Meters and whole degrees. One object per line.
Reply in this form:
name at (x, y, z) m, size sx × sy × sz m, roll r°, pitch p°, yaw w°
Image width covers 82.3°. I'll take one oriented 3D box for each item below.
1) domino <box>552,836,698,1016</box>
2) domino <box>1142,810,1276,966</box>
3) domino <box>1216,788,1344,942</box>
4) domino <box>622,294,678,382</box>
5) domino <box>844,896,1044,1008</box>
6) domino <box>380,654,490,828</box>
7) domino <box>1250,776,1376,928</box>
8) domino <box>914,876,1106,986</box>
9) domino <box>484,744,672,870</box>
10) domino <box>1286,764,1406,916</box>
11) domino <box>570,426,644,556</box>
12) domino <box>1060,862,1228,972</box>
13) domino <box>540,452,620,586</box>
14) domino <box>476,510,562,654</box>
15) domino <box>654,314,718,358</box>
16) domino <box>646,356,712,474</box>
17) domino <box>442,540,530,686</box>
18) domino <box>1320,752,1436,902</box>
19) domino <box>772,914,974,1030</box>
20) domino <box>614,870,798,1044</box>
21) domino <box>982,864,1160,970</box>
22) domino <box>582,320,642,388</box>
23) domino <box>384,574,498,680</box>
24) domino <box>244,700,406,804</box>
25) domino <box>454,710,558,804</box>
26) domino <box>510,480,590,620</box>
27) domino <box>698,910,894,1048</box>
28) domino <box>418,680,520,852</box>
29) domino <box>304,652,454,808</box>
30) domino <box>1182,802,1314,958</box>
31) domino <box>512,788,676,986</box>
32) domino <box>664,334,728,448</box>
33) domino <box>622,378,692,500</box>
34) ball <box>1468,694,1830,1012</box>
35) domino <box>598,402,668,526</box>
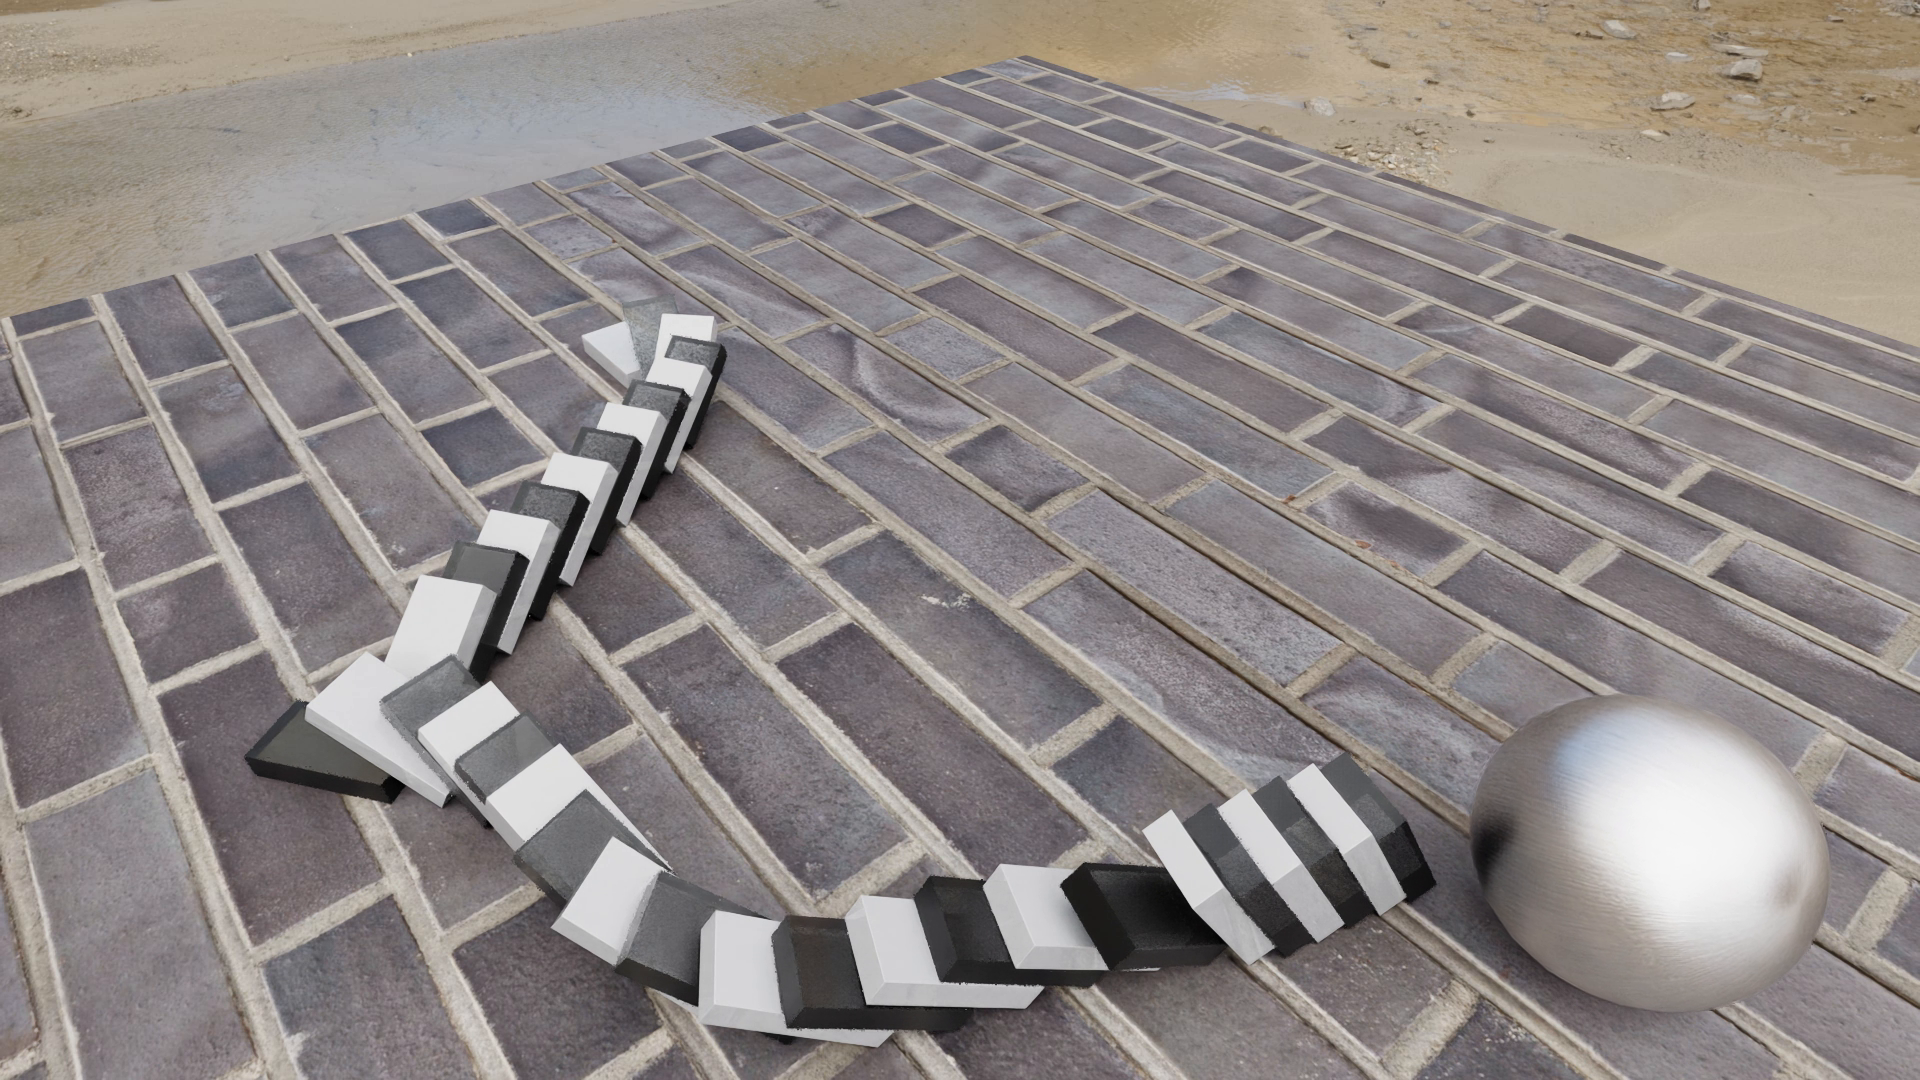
domino at (-0.080, 0.105, 0.295) m, size 0.050 × 0.010 × 0.025 m, roll 36°, pitch 41°, yaw -9°
domino at (0.068, 0.095, 0.297) m, size 0.009 × 0.050 × 0.025 m, roll -37°, pitch 44°, yaw 3°
domino at (0.089, 0.090, 0.303) m, size 0.010 × 0.050 × 0.025 m, roll -37°, pitch 44°, yaw 3°
domino at (-0.147, -0.095, 0.539) m, size 0.025 × 0.009 × 0.050 m, roll -15°, pitch 74°, yaw -18°
domino at (-0.004, 0.109, 0.291) m, size 0.050 × 0.010 × 0.025 m, roll 17°, pitch 30°, yaw -32°
domino at (-0.156, 0.063, 0.348) m, size 0.050 × 0.009 × 0.025 m, roll 46°, pitch 51°, yaw 5°
domino at (0.099, 0.087, 0.306) m, size 0.009 × 0.050 × 0.025 m, roll -37°, pitch 44°, yaw 3°
domino at (0.014, 0.105, 0.296) m, size 0.050 × 0.009 × 0.025 m, roll 16°, pitch 30°, yaw -32°
domino at (-0.111, 0.087, 0.319) m, size 0.050 × 0.010 × 0.025 m, roll 46°, pitch 52°, yaw 5°
domino at (0.109, 0.085, 0.309) m, size 0.009 × 0.050 × 0.025 m, roll -37°, pitch 44°, yaw 3°
domino at (-0.151, -0.021, 0.450) m, size 0.025 × 0.009 × 0.050 m, roll 11°, pitch 70°, yaw 13°
domino at (0.050, 0.101, 0.295) m, size 0.050 × 0.009 × 0.025 m, roll 21°, pitch 27°, yaw -46°
domino at (-0.157, -0.009, 0.436) m, size 0.025 × 0.010 × 0.050 m, roll 11°, pitch 70°, yaw 13°
domino at (-0.170, 0.015, 0.407) m, size 0.025 × 0.010 × 0.050 m, roll 10°, pitch 69°, yaw 13°
domino at (-0.132, -0.083, 0.524) m, size 0.025 × 0.009 × 0.050 m, roll 3°, pitch 71°, yaw 1°
domino at (-0.133, -0.057, 0.493) m, size 0.025 × 0.010 × 0.050 m, roll 13°, pitch 72°, yaw 14°
domino at (-0.176, 0.027, 0.392) m, size 0.025 × 0.009 × 0.050 m, roll 9°, pitch 69°, yaw 12°
domino at (0.119, 0.082, 0.313) m, size 0.010 × 0.050 × 0.025 m, roll -37°, pitch 44°, yaw 3°
domino at (-0.023, 0.113, 0.286) m, size 0.050 × 0.010 × 0.025 m, roll 17°, pitch 32°, yaw -32°
domino at (-0.062, 0.110, 0.289) m, size 0.050 × 0.010 × 0.025 m, roll 30°, pitch 38°, yaw -15°
domino at (0.033, 0.103, 0.299) m, size 0.050 × 0.010 × 0.025 m, roll 15°, pitch 30°, yaw -32°
domino at (-0.169, -0.094, 0.558) m, size 0.025 × 0.010 × 0.050 m, roll -28°, pitch 47°, yaw -30°
domino at (-0.181, 0.038, 0.378) m, size 0.025 × 0.010 × 0.050 m, roll 8°, pitch 69°, yaw 12°
domino at (-0.202, 0.069, 0.359) m, size 0.050 × 0.010 × 0.025 m, roll 8°, pitch 40°, yaw 10°
domino at (-0.124, 0.078, 0.330) m, size 0.050 × 0.010 × 0.025 m, roll 46°, pitch 52°, yaw 5°
domino at (-0.164, 0.003, 0.421) m, size 0.025 × 0.009 × 0.050 m, roll 11°, pitch 69°, yaw 13°
domino at (-0.042, 0.114, 0.285) m, size 0.050 × 0.009 × 0.025 m, roll 21°, pitch 33°, yaw -26°
domino at (-0.139, 0.071, 0.338) m, size 0.050 × 0.010 × 0.025 m, roll 46°, pitch 52°, yaw 6°
domino at (-0.178, 0.060, 0.351) m, size 0.050 × 0.009 × 0.025 m, roll 35°, pitch 43°, yaw -5°
domino at (0.079, 0.093, 0.299) m, size 0.009 × 0.050 × 0.025 m, roll -37°, pitch 44°, yaw 3°
domino at (-0.097, 0.097, 0.307) m, size 0.050 × 0.009 × 0.025 m, roll 43°, pitch 49°, yaw 3°
domino at (-0.128, -0.069, 0.508) m, size 0.025 × 0.010 × 0.050 m, roll 12°, pitch 71°, yaw 12°
domino at (-0.139, -0.044, 0.479) m, size 0.025 × 0.009 × 0.050 m, roll 12°, pitch 71°, yaw 14°
ball at (0.178, 0.081, 0.289) m, size 0.080 × 0.080 × 0.080 m, roll 0°, pitch 39°, yaw 0°
domino at (-0.145, -0.032, 0.464) m, size 0.025 × 0.010 × 0.050 m, roll 11°, pitch 70°, yaw 13°
